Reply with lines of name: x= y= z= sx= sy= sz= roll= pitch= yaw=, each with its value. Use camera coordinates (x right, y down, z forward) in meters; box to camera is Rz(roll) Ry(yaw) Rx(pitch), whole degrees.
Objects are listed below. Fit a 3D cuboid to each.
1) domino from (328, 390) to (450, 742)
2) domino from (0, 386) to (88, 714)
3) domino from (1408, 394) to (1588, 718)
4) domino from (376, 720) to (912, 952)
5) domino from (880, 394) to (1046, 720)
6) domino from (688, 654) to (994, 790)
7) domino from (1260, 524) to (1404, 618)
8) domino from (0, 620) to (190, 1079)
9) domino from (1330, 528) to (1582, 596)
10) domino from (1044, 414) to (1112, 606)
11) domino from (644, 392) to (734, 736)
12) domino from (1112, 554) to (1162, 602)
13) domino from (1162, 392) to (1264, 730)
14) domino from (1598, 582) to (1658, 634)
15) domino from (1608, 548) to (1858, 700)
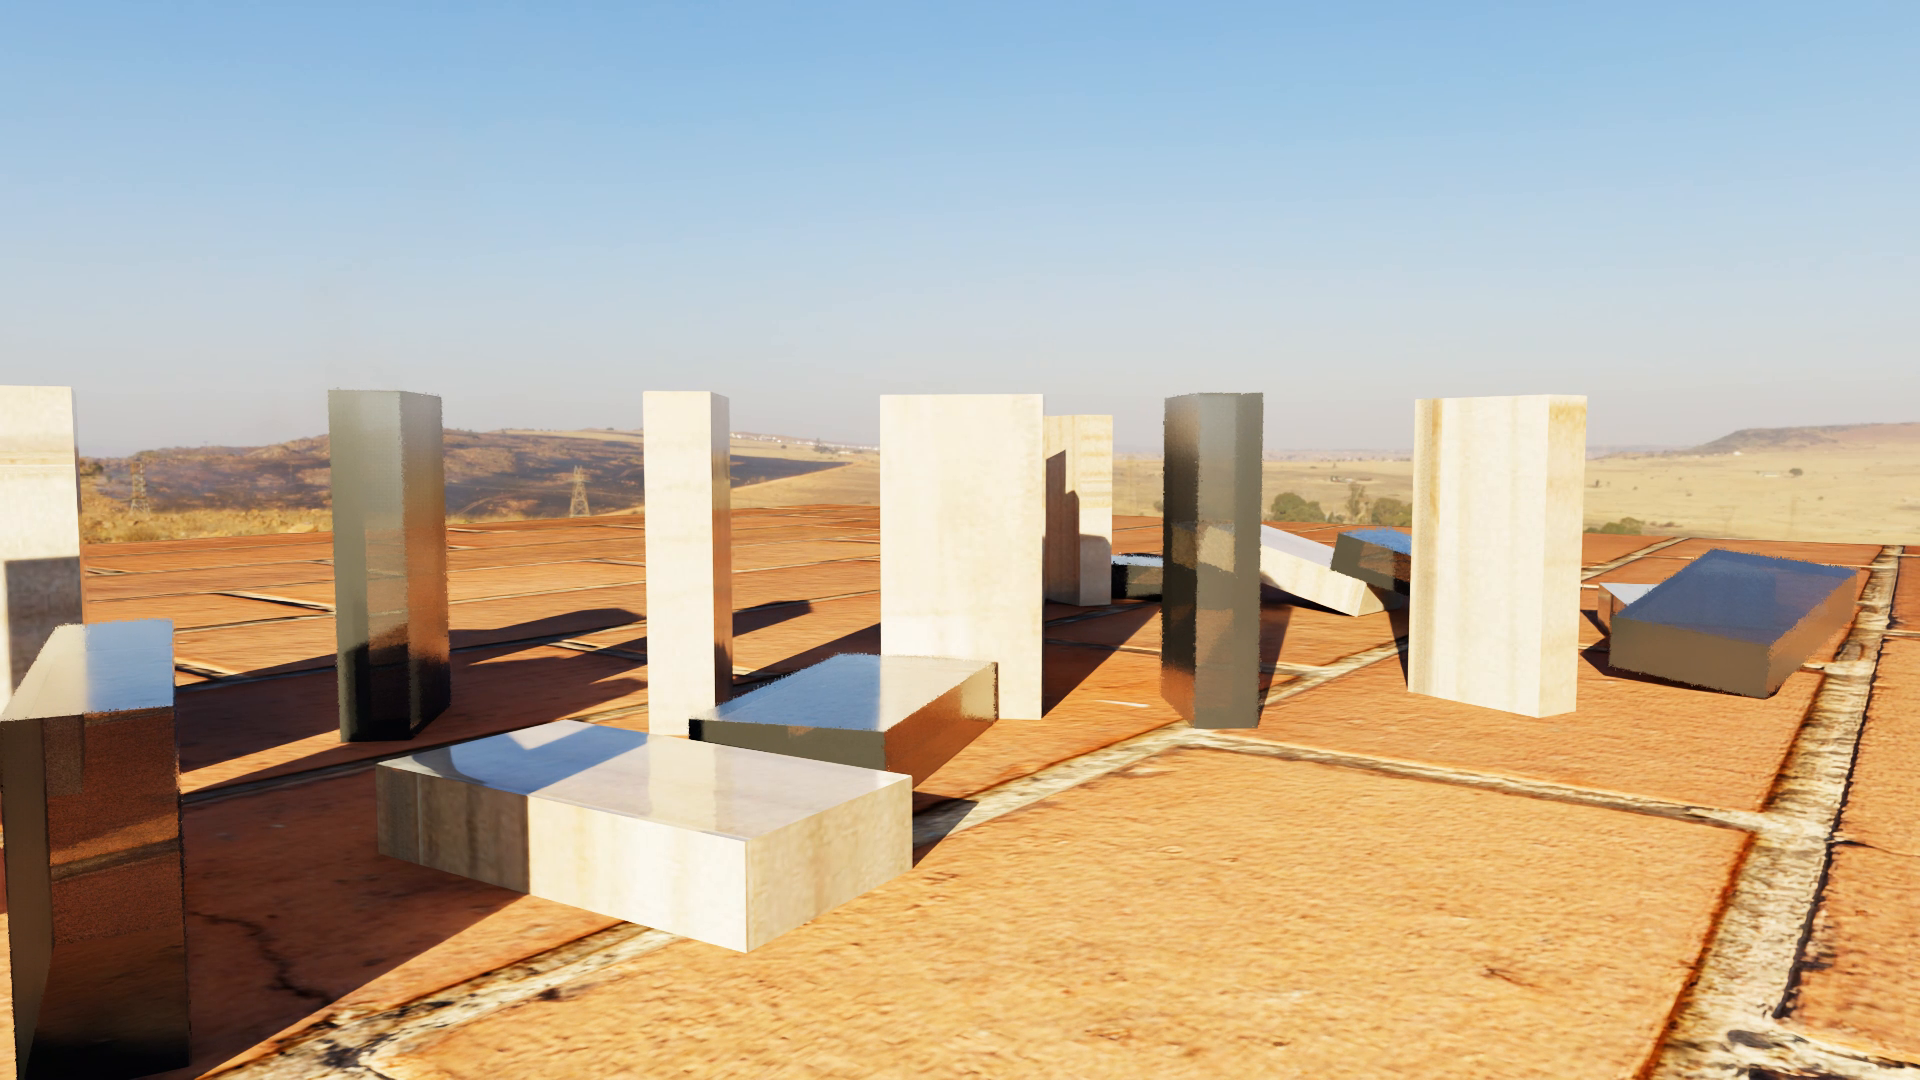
domino: x=-0.086 y=0.003 z=0.194 sx=0.009 sy=0.050 sz=0.025 roll=-1 pitch=4 yaw=-9
domino: x=-0.128 y=0.004 z=0.179 sx=0.009 sy=0.050 sz=0.025 roll=-3 pitch=5 yaw=-33
domino: x=0.088 y=0.002 z=0.211 sx=0.009 sy=0.050 sz=0.025 roll=-3 pitch=5 yaw=-31
domino: x=-0.033 y=0.028 z=0.131 sx=0.050 sy=0.010 sz=0.025 roll=3 pitch=5 yaw=31
domino: x=0.001 y=0.002 z=0.203 sx=0.025 sy=0.050 sz=0.010 roll=1 pitch=4 yaw=7
domino: x=-0.014 y=0.025 z=0.175 sx=0.025 sy=0.009 sz=0.050 roll=1 pitch=4 yaw=16
domino: x=0.089 y=0.006 z=0.340 sx=0.050 sy=0.009 sz=0.025 roll=22 pitch=18 yaw=40
domino: x=-0.070 y=0.022 z=0.106 sx=0.009 sy=0.025 sz=0.050 roll=-3 pitch=5 yaw=-31
domino: x=0.118 y=0.009 z=0.308 sx=0.025 sy=0.009 sz=0.050 roll=-4 pitch=19 yaw=-44
domino: x=0.031 y=-0.009 z=0.348 sx=0.010 sy=0.050 sz=0.025 roll=-2 pitch=5 yaw=-25
domino: x=-0.042 y=0.003 z=0.198 sx=0.009 sy=0.050 sz=0.025 roll=0 pitch=4 yaw=-4
domino: x=0.053 y=0.011 z=0.361 sx=0.050 sy=0.010 sz=0.025 roll=3 pitch=5 yaw=36
domino: x=0.039 y=0.002 z=0.202 sx=0.009 sy=0.050 sz=0.025 roll=0 pitch=4 yaw=-3
domino: x=0.155 y=0.017 z=0.278 sx=0.025 sy=0.010 sz=0.050 roll=2 pitch=5 yaw=20
domino: x=0.144 y=0.014 z=0.237 sx=0.050 sy=0.009 sz=0.025 roll=-18 pitch=21 yaw=-40
